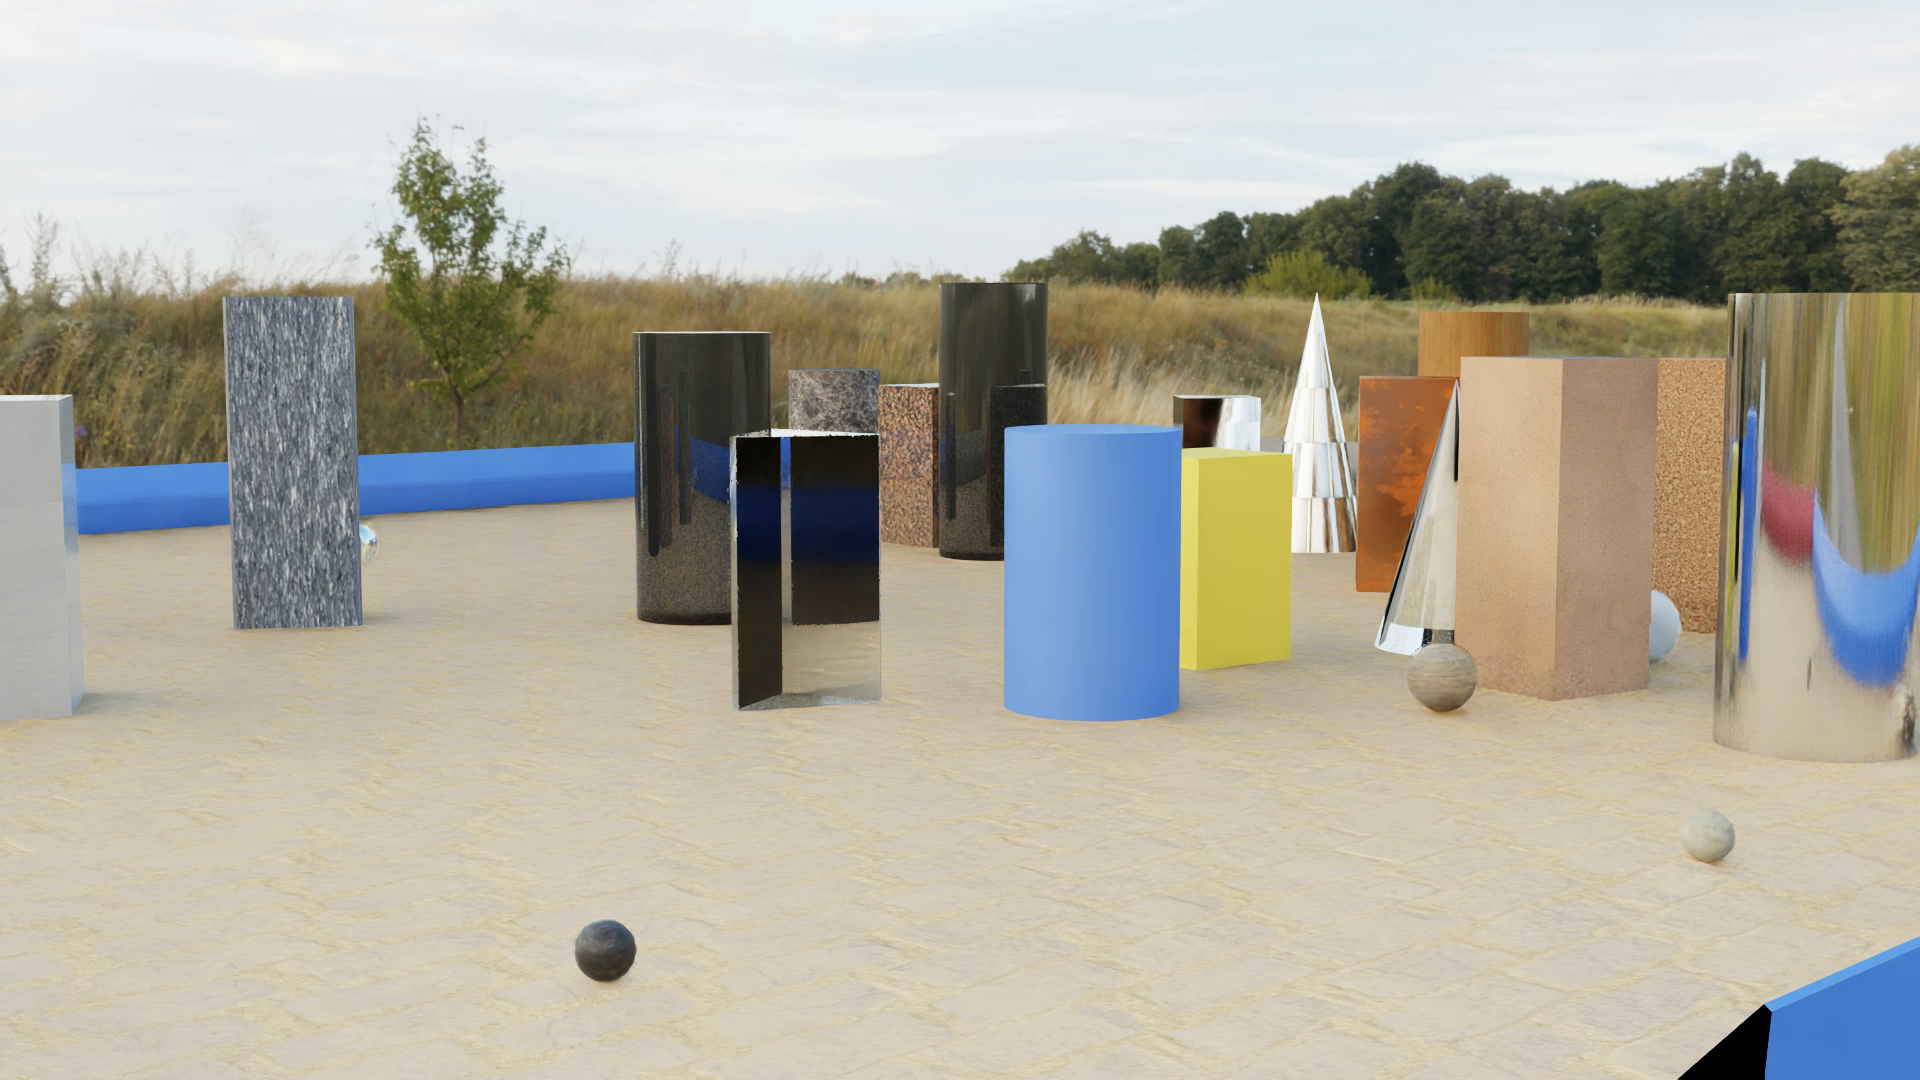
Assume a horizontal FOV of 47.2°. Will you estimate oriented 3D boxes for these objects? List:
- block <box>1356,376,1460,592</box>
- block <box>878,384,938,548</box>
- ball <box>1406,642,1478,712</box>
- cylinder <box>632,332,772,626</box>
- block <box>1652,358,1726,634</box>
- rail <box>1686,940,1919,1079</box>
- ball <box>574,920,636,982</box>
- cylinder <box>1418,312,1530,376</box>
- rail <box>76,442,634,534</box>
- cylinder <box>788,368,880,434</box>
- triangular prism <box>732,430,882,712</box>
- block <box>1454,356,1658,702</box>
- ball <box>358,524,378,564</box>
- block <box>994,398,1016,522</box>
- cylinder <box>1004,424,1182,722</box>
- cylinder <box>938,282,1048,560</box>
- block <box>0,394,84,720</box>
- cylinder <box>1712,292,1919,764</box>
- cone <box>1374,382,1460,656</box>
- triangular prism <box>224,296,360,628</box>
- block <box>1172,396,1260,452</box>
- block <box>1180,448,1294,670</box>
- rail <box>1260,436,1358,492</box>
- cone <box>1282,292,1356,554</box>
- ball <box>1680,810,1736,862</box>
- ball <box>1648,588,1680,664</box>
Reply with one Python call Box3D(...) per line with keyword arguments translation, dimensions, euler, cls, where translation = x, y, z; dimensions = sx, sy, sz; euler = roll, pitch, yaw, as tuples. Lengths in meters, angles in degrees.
Box3D(translation=(0.721, -0.092, 3.540), dimensions=(0.159, 0.338, 0.159), euler=(1, 6, 9), cls="block")
Box3D(translation=(-0.046, -0.146, 4.230), dimensions=(0.159, 0.302, 0.159), euler=(-5, 8, -42), cls="block")
Box3D(translation=(0.537, 0.153, 2.450), dimensions=(0.077, 0.077, 0.077), euler=(0, 6, 0), cls="ball")
Box3D(translation=(-0.373, -0.094, 3.196), dimensions=(0.198, 0.413, 0.198), euler=(0, 6, 0), cls="cylinder")
Box3D(translation=(1.060, -0.066, 3.102), dimensions=(0.159, 0.376, 0.159), euler=(2, 6, 20), cls="block")
Box3D(translation=(1.319, 0.182, 1.910), dimensions=(4.100, 0.129, 0.045), euler=(-5, 8, -42), cls="rail")
Box3D(translation=(-0.236, 0.273, 1.464), dimensions=(0.041, 0.041, 0.041), euler=(0, 6, 0), cls="ball")
Box3D(translation=(0.940, -0.197, 4.049), dimensions=(0.198, 0.442, 0.198), euler=(0, 6, 0), cls="cylinder")
Box3D(translation=(-1.319, -0.115, 4.754), dimensions=(4.100, 0.129, 0.045), euler=(-5, 8, -42), cls="rail")
Box3D(translation=(-0.271, -0.208, 4.750), dimensions=(0.198, 0.318, 0.198), euler=(0, 6, 0), cls="cylinder")
Box3D(translation=(-0.195, 0.029, 2.536), dimensions=(0.172, 0.306, 0.149), euler=(-2, 6, -19), cls="triangular prism")
Box3D(translation=(0.703, -0.021, 2.601), dimensions=(0.159, 0.390, 0.159), euler=(-4, 7, -32), cls="block")
Box3D(translation=(-1.060, 0.008, 3.861), dimensions=(0.072, 0.072, 0.072), euler=(0, 6, 0), cls="ball")
Box3D(translation=(0.006, -0.174, 4.701), dimensions=(0.159, 0.259, 0.159), euler=(-4, 7, -36), cls="block")
Box3D(translation=(0.149, 0.031, 2.474), dimensions=(0.198, 0.313, 0.198), euler=(0, 6, 0), cls="cylinder")
Box3D(translation=(0.060, -0.218, 3.999), dimensions=(0.198, 0.493, 0.198), euler=(0, 6, 0), cls="cylinder")
Box3D(translation=(-1.076, 0.016, 2.455), dimensions=(0.159, 0.348, 0.159), euler=(-2, 6, -17), cls="block")
Box3D(translation=(0.880, -0.019, 2.244), dimensions=(0.198, 0.462, 0.198), euler=(0, 6, 0), cls="cylinder")
Box3D(translation=(0.652, -0.035, 2.905), dimensions=(0.198, 0.355, 0.198), euler=(0, 6, 0), cls="cone")
Box3D(translation=(-0.948, -0.115, 3.153), dimensions=(0.172, 0.464, 0.149), euler=(-1, 6, -10), cls="triangular prism")
Box3D(translation=(0.534, -0.167, 4.600), dimensions=(0.159, 0.266, 0.159), euler=(0, 6, -2), cls="block")
Box3D(translation=(0.313, 0.020, 2.826), dimensions=(0.159, 0.263, 0.159), euler=(-4, 7, -35), cls="block")
Box3D(translation=(1.489, -0.109, 4.699), dimensions=(0.045, 0.129, 3.937), euler=(-5, 8, -42), cls="rail")
Box3D(translation=(0.666, -0.224, 4.127), dimensions=(0.198, 0.478, 0.198), euler=(0, 6, 0), cls="cone")
Box3D(translation=(0.606, 0.240, 1.782), dimensions=(0.042, 0.042, 0.042), euler=(0, 6, 0), cls="ball")
Box3D(translation=(0.857, 0.108, 2.773), dimensions=(0.098, 0.098, 0.098), euler=(0, 6, 0), cls="ball")
